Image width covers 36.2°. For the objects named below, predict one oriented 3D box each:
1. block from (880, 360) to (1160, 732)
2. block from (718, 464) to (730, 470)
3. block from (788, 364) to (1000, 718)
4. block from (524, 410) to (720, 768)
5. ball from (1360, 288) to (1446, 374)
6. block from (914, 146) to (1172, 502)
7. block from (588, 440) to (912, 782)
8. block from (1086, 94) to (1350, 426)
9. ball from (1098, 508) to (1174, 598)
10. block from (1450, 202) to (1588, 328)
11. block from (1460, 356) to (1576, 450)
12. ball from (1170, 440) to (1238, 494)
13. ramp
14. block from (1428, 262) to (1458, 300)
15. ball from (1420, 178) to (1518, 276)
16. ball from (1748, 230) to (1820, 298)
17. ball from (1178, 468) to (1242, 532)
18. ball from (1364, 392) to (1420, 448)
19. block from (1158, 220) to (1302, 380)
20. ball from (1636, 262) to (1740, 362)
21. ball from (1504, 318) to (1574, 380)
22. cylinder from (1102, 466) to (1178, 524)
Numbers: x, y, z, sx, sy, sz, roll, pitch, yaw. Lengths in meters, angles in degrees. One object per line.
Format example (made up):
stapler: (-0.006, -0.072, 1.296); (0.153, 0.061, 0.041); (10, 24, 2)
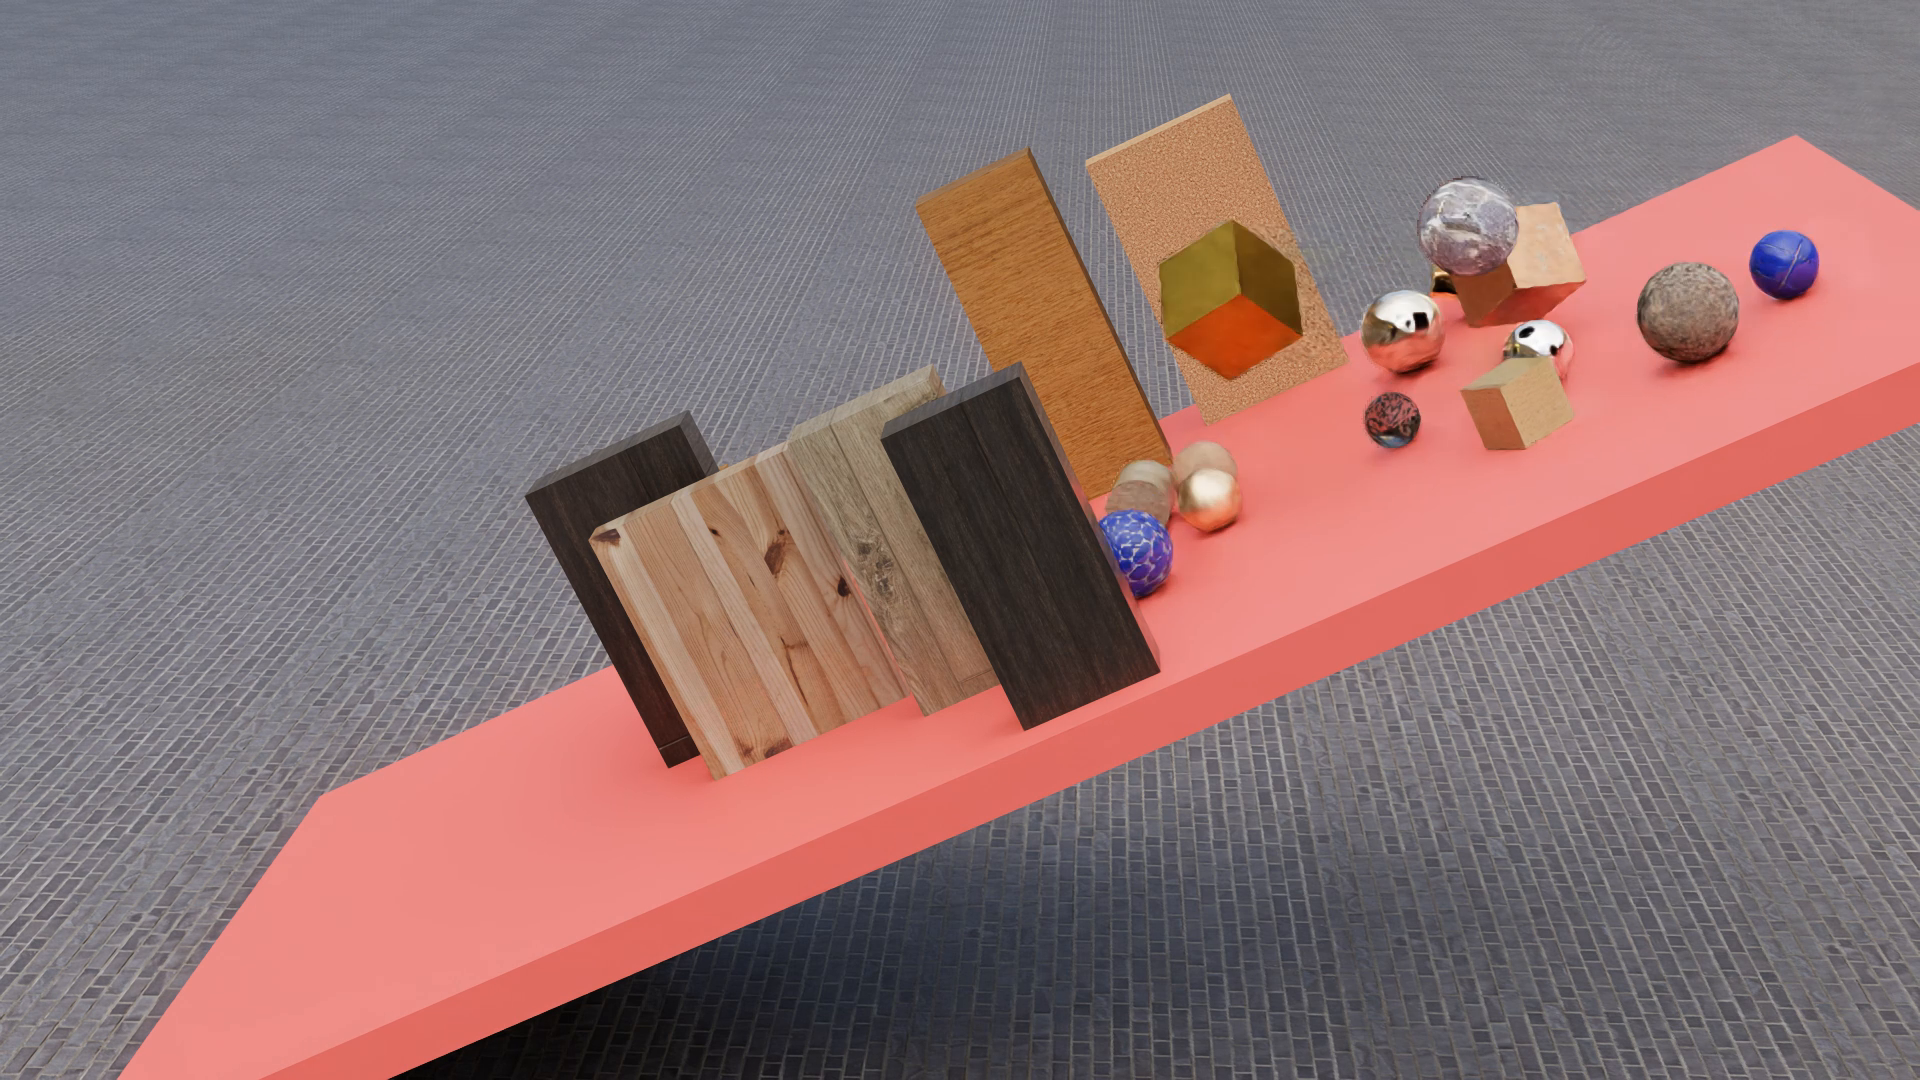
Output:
block: (0.114, 0.013, 5.366); (0.275, 0.607, 0.132); (-24, 13, 9)
block: (-0.582, 0.113, 6.624); (0.348, 0.460, 0.105); (-24, 13, 9)
block: (-0.061, 0.002, 5.741); (0.300, 0.607, 0.148); (-24, 13, 9)
block: (-0.597, 0.106, 6.230); (0.364, 0.662, 0.138); (-24, 13, 9)
ball: (0.977, -0.460, 6.482); (0.186, 0.186, 0.186); (0, 16, 0)
block: (0.195, -0.477, 6.710); (0.278, 0.783, 0.127); (-24, 13, 9)
block: (-0.420, 0.145, 5.962); (0.444, 0.565, 0.093); (-24, 13, 9)
block: (0.600, -0.648, 6.838); (0.365, 0.675, 0.097); (-24, 13, 9)
ball: (0.335, 0.028, 5.834); (0.179, 0.179, 0.179); (0, 16, 0)
block: (1.168, -0.578, 6.204); (0.185, 0.185, 0.185); (-8, -19, -28)
block: (1.073, -0.263, 5.660); (0.131, 0.131, 0.131); (-31, 14, -21)
ball: (0.516, -0.138, 6.211); (0.142, 0.142, 0.142); (0, 16, 0)
ramp: (0.136, 0.169, 6.282); (4.000, 0.100, 2.000); (-24, 13, 9)
block: (1.150, -0.620, 6.665); (0.146, 0.146, 0.146); (8, 1, 5)
ball: (1.014, -0.622, 5.862); (0.195, 0.195, 0.195); (0, 16, 0)
ball: (1.600, -0.535, 5.706); (0.134, 0.134, 0.134); (0, 16, 0)
ball: (0.512, -0.083, 6.030); (0.131, 0.131, 0.131); (0, 16, 0)
ball: (0.880, -0.244, 5.987); (0.115, 0.115, 0.115); (0, 16, 0)
block: (0.538, -0.477, 5.858); (0.192, 0.192, 0.192); (-30, -44, 34)
ball: (1.385, -0.434, 5.595); (0.191, 0.191, 0.191); (0, 16, 0)
ball: (1.162, -0.375, 5.905); (0.139, 0.139, 0.139); (0, 16, 0)
cylinder: (0.388, -0.086, 6.257); (0.135, 0.135, 0.135); (6, 7, 20)
